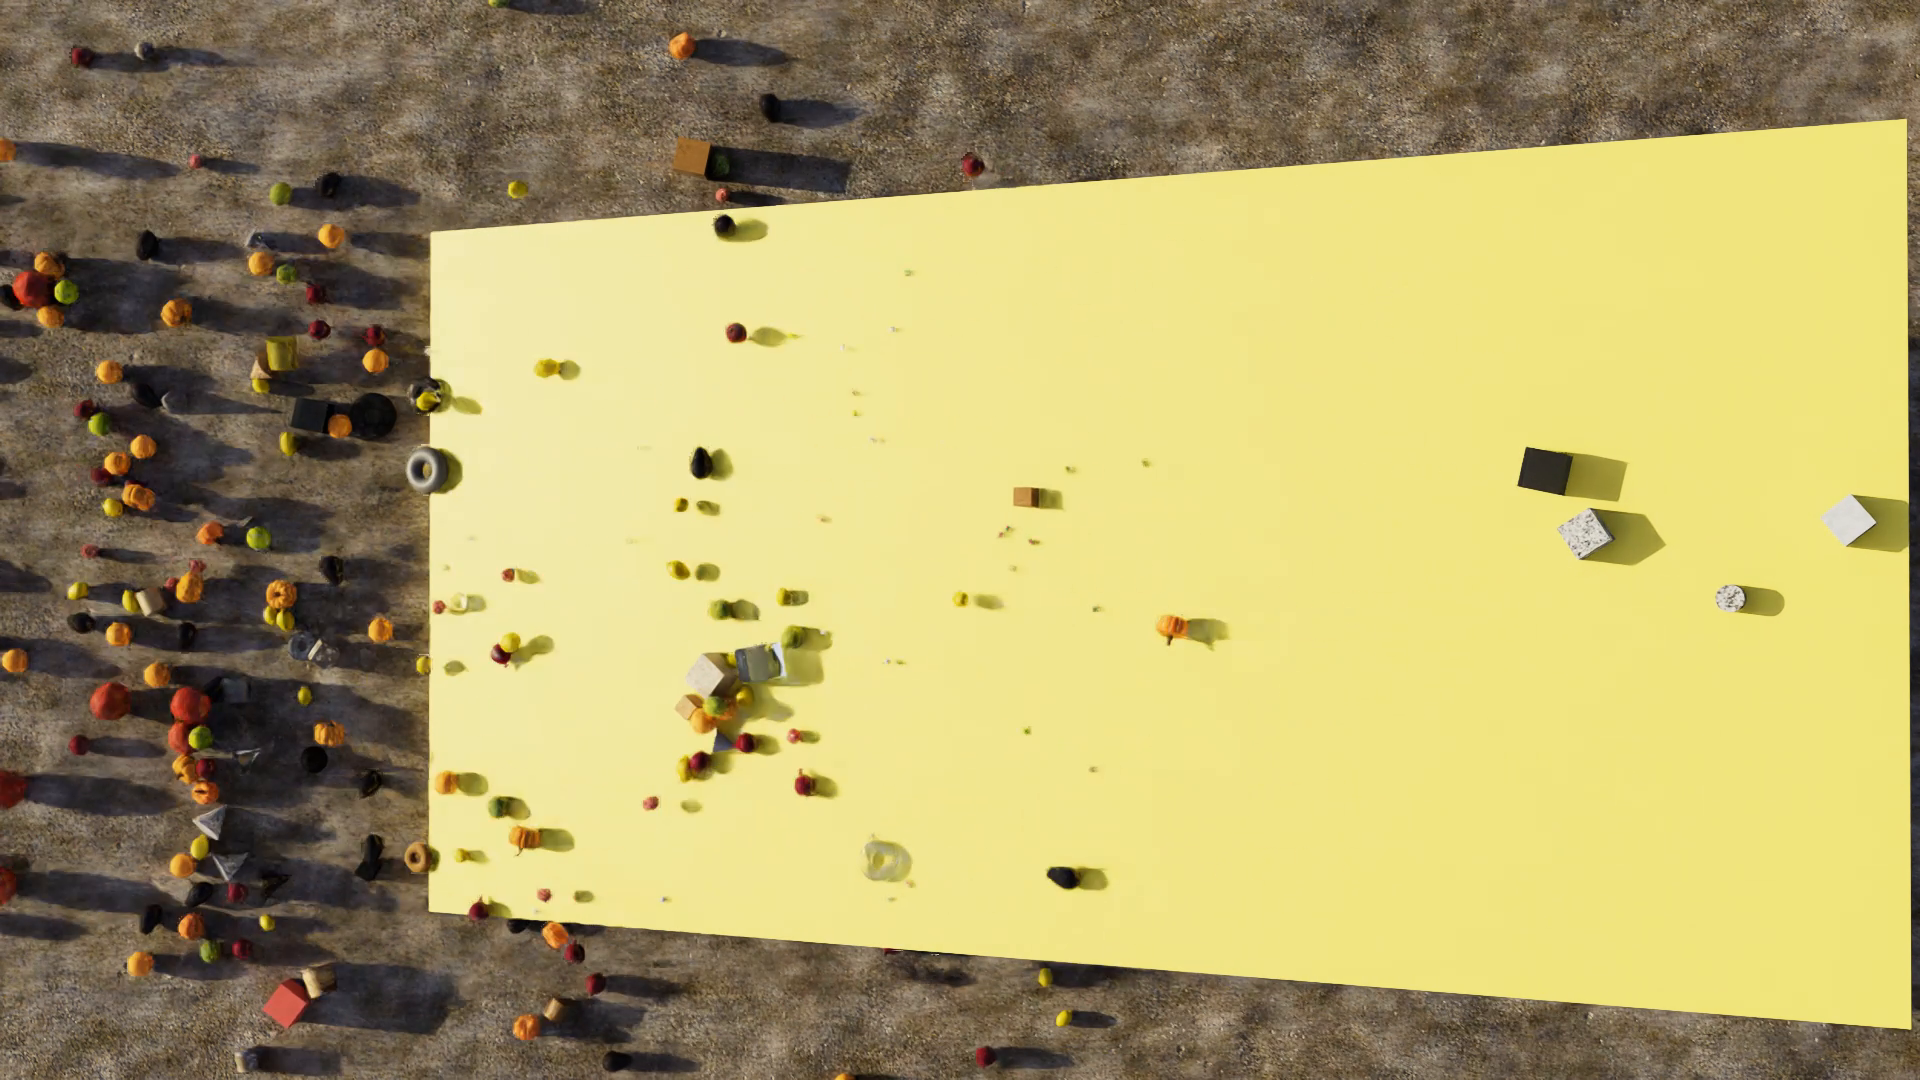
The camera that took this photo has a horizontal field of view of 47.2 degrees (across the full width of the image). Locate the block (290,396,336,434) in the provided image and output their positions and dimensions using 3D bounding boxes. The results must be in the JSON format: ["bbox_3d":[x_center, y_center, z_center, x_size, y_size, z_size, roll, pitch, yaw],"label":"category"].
[{"bbox_3d":[-1.920,-0.369,6.528,0.091,0.091,0.091,12,89,0],"label":"block"}]

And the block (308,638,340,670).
[{"bbox_3d":[-1.887,0.340,6.524,0.063,0.063,0.063,34,89,-25],"label":"block"}]

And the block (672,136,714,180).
[{"bbox_3d":[-0.792,-1.134,6.535,0.095,0.095,0.095,12,89,0],"label":"block"}]

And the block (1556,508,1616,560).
[{"bbox_3d":[1.445,-0.014,5.075,0.087,0.087,0.087,-36,76,20],"label":"block"}]

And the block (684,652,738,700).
[{"bbox_3d":[-0.678,0.372,6.026,0.091,0.091,0.091,43,106,19],"label":"block"}]

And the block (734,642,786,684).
[{"bbox_3d":[-0.541,0.334,5.963,0.093,0.093,0.093,-13,84,24],"label":"block"}]

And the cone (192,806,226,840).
[{"bbox_3d":[-2.212,0.824,6.538,0.096,0.096,0.096,36,63,0],"label":"cone"}]

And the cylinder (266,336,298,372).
[{"bbox_3d":[-2.004,-0.552,6.507,0.085,0.085,0.085,0,110,0],"label":"cylinder"}]

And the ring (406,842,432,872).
[{"bbox_3d":[-1.593,0.935,6.466,0.089,0.030,0.089,0,91,25],"label":"ring"}]

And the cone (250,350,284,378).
[{"bbox_3d":[-2.086,-0.502,6.554,0.095,0.095,0.095,-28,89,26],"label":"cone"}]

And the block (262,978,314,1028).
[{"bbox_3d":[-1.985,1.371,6.506,0.094,0.094,0.094,38,89,0],"label":"block"}]

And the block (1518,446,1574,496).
[{"bbox_3d":[1.360,-0.160,5.111,0.094,0.094,0.094,14,95,24],"label":"block"}]

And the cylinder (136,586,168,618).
[{"bbox_3d":[-2.399,0.182,6.532,0.072,0.072,0.072,-24,89,0],"label":"cylinder"}]

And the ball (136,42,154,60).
[{"bbox_3d":[-2.431,-1.459,6.559,0.054,0.054,0.054,0,89,0],"label":"ball"}]

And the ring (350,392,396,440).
[{"bbox_3d":[-1.749,-0.370,6.551,0.139,0.046,0.139,0,89,-1],"label":"ring"}]

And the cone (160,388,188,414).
[{"bbox_3d":[-2.351,-0.416,6.534,0.082,0.082,0.082,0,89,0],"label":"cone"}]

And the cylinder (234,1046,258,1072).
[{"bbox_3d":[-2.117,1.539,6.519,0.062,0.062,0.062,-14,89,0],"label":"cylinder"}]

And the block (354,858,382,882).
[{"bbox_3d":[-1.758,0.979,6.532,0.051,0.051,0.051,32,90,0],"label":"block"}]

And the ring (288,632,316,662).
[{"bbox_3d":[-1.960,0.317,6.552,0.088,0.029,0.088,0,90,-1],"label":"ring"}]

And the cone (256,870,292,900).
[{"bbox_3d":[-2.031,1.012,6.537,0.092,0.092,0.092,-14,89,-27],"label":"cone"}]

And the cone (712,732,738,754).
[{"bbox_3d":[-0.641,0.562,6.040,0.066,0.066,0.066,14,89,-2],"label":"cone"}]

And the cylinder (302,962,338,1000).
[{"bbox_3d":[-1.894,1.304,6.506,0.088,0.088,0.088,-17,84,0],"label":"cylinder"}]

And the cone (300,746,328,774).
[{"bbox_3d":[-1.927,0.655,6.521,0.081,0.081,0.081,0,89,0],"label":"cone"}]

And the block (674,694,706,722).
[{"bbox_3d":[-0.746,0.462,6.077,0.052,0.052,0.052,43,106,19],"label":"block"}]

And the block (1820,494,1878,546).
[{"bbox_3d":[1.958,-0.043,4.846,0.083,0.083,0.083,-42,74,18],"label":"block"}]

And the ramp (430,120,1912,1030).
[{"bbox_3d":[0.283,0.083,5.701,4.000,0.100,2.000,0,89,24],"label":"ramp"}]

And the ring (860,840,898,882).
[{"bbox_3d":[-0.217,0.852,5.842,0.113,0.038,0.113,0,91,24],"label":"ring"}]

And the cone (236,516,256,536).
[{"bbox_3d":[-2.115,-0.031,6.557,0.059,0.059,0.059,-36,116,0],"label":"cone"}]

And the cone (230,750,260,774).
[{"bbox_3d":[-2.116,0.643,6.544,0.080,0.080,0.080,-34,89,-27],"label":"cone"}]

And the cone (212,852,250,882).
[{"bbox_3d":[-2.154,0.951,6.536,0.096,0.096,0.096,-30,89,-26],"label":"cone"}]

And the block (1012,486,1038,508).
[{"bbox_3d":[0.170,-0.111,5.671,0.050,0.050,0.050,2,90,24],"label":"block"}]

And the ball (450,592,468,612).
[{"bbox_3d":[-1.457,0.180,6.400,0.054,0.054,0.054,0,89,0],"label":"ball"}]

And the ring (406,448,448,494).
[{"bbox_3d":[-1.565,-0.204,6.458,0.137,0.046,0.137,0,91,24],"label":"ring"}]

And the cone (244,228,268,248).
[{"bbox_3d":[-2.091,-0.887,6.566,0.064,0.064,0.064,28,89,-26],"label":"cone"}]

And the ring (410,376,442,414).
[{"bbox_3d":[-1.573,-0.426,6.469,0.109,0.036,0.109,0,90,23],"label":"ring"}]

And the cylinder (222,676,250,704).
[{"bbox_3d":[-2.147,0.447,6.526,0.076,0.076,0.076,-4,89,0],"label":"cylinder"}]

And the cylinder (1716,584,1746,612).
[{"bbox_3d":[1.737,0.131,4.955,0.062,0.062,0.062,0,89,24],"label":"cylinder"}]
